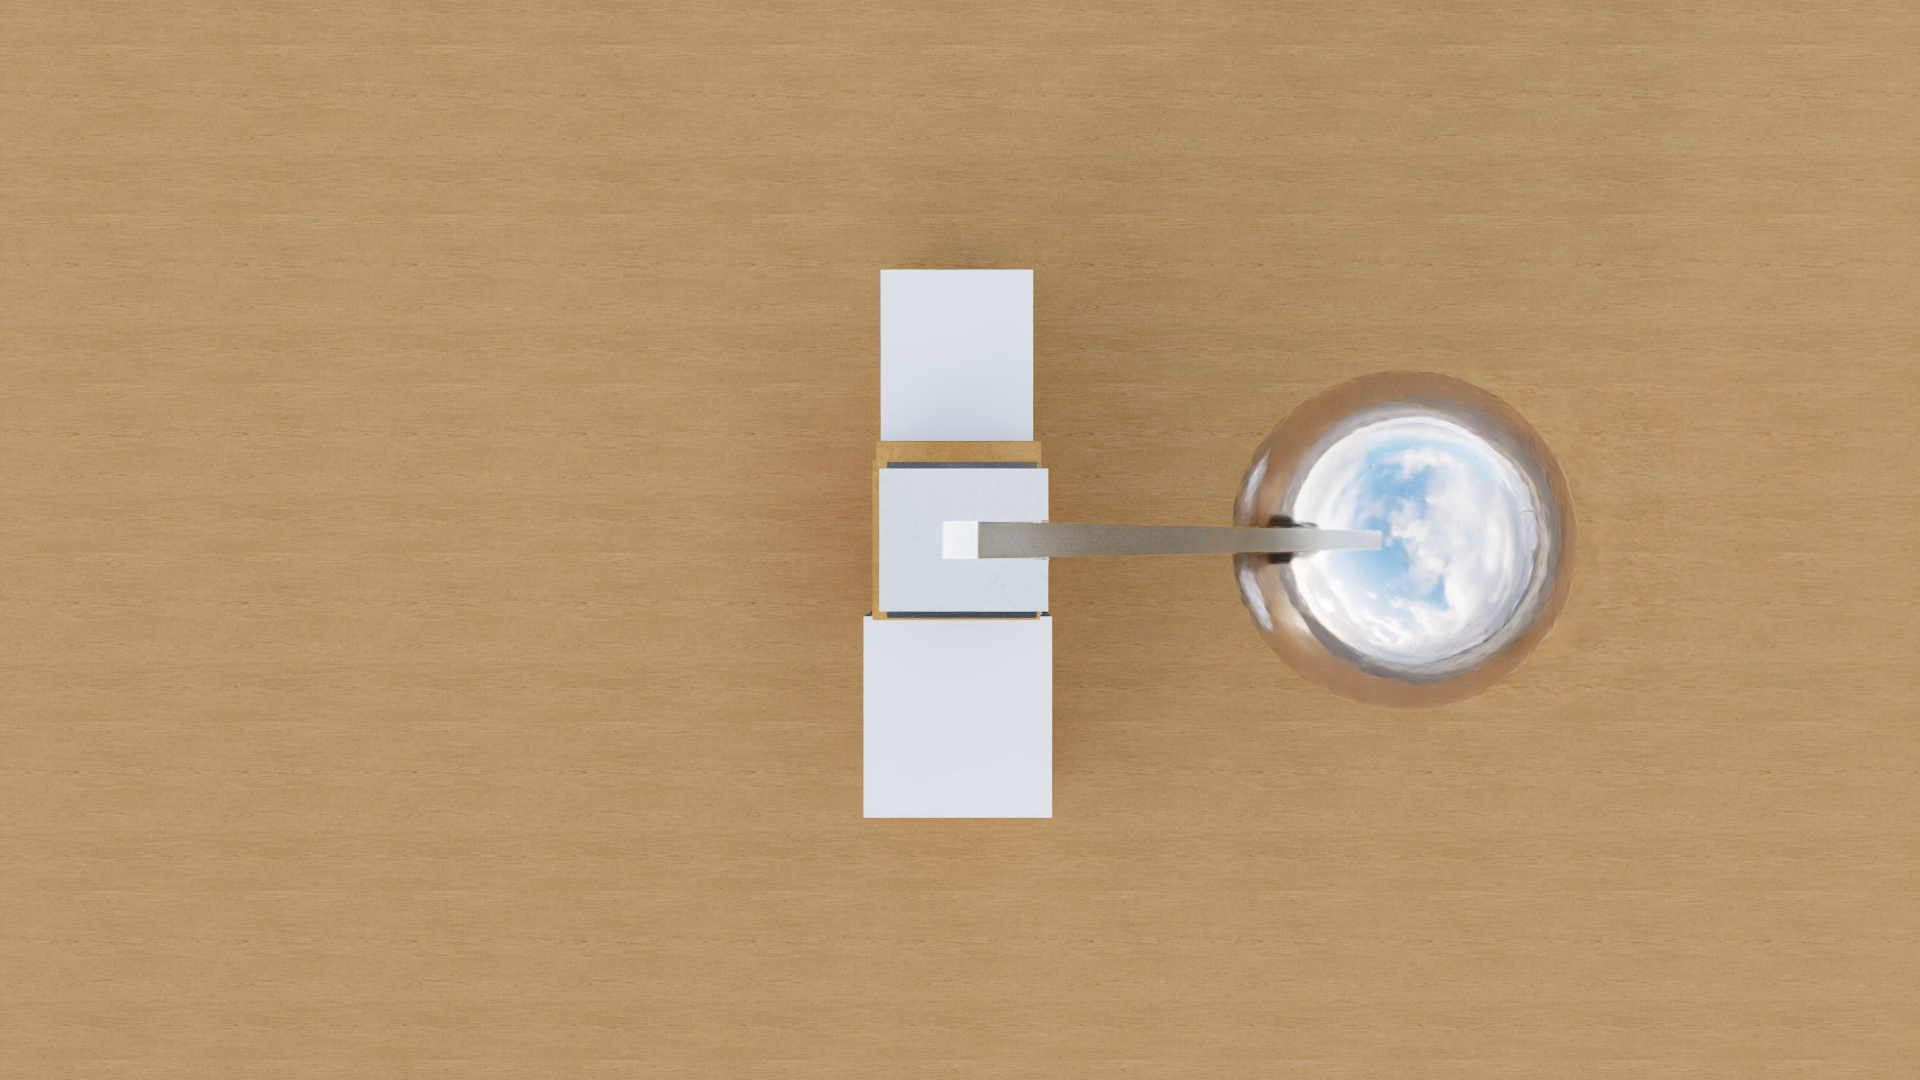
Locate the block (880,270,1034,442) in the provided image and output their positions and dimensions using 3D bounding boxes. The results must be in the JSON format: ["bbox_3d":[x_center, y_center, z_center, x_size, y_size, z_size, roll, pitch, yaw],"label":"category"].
[{"bbox_3d":[-0.017,-1.025,12.603,0.844,0.795,0.950,0,90,0],"label":"block"}]

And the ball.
[{"bbox_3d":[2.074,0.000,10.334,1.600,1.600,1.600,0,90,0],"label":"ball"}]

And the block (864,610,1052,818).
[{"bbox_3d":[-0.011,0.957,12.442,1.017,1.115,1.085,0,90,0],"label":"block"}]

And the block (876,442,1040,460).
[{"bbox_3d":[-0.007,-0.068,12.514,0.900,0.972,0.944,0,90,0],"label":"block"}]

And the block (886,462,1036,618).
[{"bbox_3d":[0.009,0.000,10.055,0.665,0.622,0.691,0,90,0],"label":"block"}]

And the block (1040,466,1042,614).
[{"bbox_3d":[0.002,0.000,11.617,0.830,0.822,0.761,0,90,0],"label":"block"}]

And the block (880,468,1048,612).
[{"bbox_3d":[0.016,0.000,9.459,0.704,0.571,0.595,0,90,0],"label":"block"}]

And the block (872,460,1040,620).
[{"bbox_3d":[-0.017,0.000,10.786,0.791,0.839,0.755,0,90,0],"label":"block"}]

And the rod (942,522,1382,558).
[{"bbox_3d":[0.899,0.000,7.144,0.080,5.200,0.080,0,90,20],"label":"rod"}]
